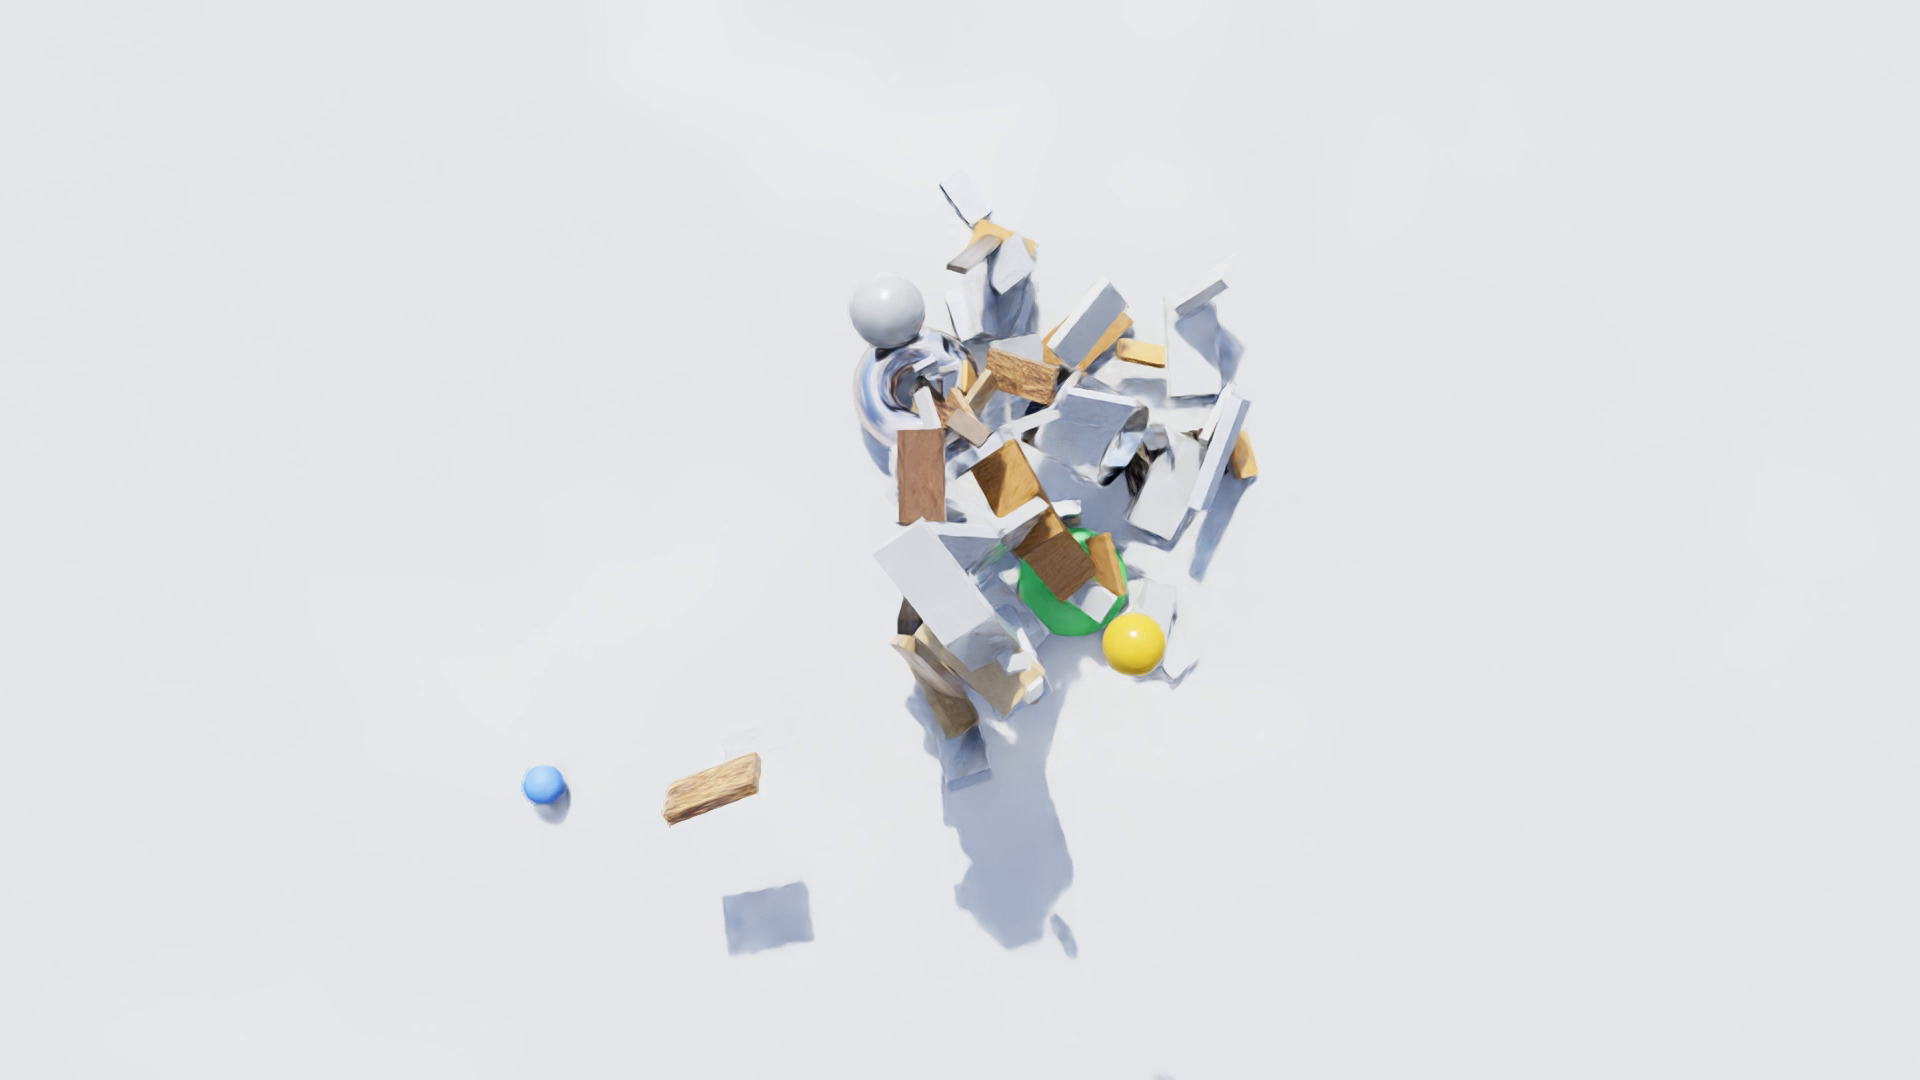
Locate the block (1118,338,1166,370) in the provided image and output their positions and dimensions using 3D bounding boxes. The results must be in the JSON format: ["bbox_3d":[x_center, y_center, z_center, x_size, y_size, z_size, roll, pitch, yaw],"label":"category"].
[{"bbox_3d":[0.591,-0.608,5.366,0.155,0.022,0.077,10,57,-11],"label":"block"}]

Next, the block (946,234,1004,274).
[{"bbox_3d":[0.051,-0.882,5.060,0.059,0.826,0.017,16,108,4],"label":"block"}]

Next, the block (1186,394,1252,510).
[{"bbox_3d":[0.830,-0.279,5.281,0.046,0.161,0.375,23,100,17],"label":"block"}]

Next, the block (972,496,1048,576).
[{"bbox_3d":[0.136,-0.015,4.760,0.046,0.327,0.163,42,118,9],"label":"block"}]

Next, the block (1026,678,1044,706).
[{"bbox_3d":[0.200,0.405,4.423,0.050,0.099,0.014,-38,69,-17],"label":"block"}]

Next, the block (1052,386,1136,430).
[{"bbox_3d":[0.400,-0.392,4.920,0.222,0.111,0.031,8,51,-20],"label":"block"}]

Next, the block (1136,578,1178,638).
[{"bbox_3d":[0.633,0.253,5.403,0.117,0.033,0.235,15,87,-26],"label":"block"}]

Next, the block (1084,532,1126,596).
[{"bbox_3d":[0.471,0.085,5.333,0.029,0.101,0.208,-14,89,-34],"label":"block"}]

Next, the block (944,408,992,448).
[{"bbox_3d":[0.024,-0.304,4.484,0.117,0.017,0.058,35,75,10],"label":"block"}]

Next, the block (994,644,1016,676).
[{"bbox_3d":[0.134,0.330,4.528,0.049,0.099,0.014,-34,46,-3],"label":"block"}]

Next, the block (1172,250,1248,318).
[{"bbox_3d":[0.803,-0.822,5.305,0.039,0.273,0.136,40,63,-12],"label":"block"}]

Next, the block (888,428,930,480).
[{"bbox_3d":[-0.128,-0.231,4.441,0.120,0.240,0.034,-27,81,-8],"label":"block"}]

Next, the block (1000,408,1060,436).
[{"bbox_3d":[0.198,-0.335,4.671,0.156,0.078,0.022,-22,105,-19],"label":"block"}]

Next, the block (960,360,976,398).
[{"bbox_3d":[0.023,-0.463,4.829,0.017,0.059,0.117,-11,54,21],"label":"block"}]

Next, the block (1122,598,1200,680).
[{"bbox_3d":[0.660,0.319,5.460,0.117,0.033,0.275,-40,97,-6],"label":"block"}]

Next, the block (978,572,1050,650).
[{"bbox_3d":[0.160,0.238,5.259,0.262,0.131,0.037,48,135,-2],"label":"block"}]

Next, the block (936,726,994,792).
[{"bbox_3d":[0.015,0.708,5.356,0.147,0.294,0.042,-18,112,0],"label":"block"}]

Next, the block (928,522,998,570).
[{"bbox_3d":[-0.040,0.022,4.384,0.155,0.310,0.044,-43,68,23],"label":"block"}]

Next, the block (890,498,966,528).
[{"bbox_3d":[-0.085,-0.072,4.434,0.120,0.240,0.034,-33,71,15],"label":"block"}]

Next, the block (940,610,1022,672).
[{"bbox_3d":[0.053,0.265,4.457,0.155,0.324,0.044,-26,67,6],"label":"block"}]

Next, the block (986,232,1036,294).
[{"bbox_3d":[0.160,-0.887,5.260,0.136,0.417,0.039,-37,109,11],"label":"block"}]

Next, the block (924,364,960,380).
[{"bbox_3d":[-0.058,-0.478,4.708,0.063,0.169,0.018,-24,91,21],"label":"block"}]

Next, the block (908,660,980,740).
[{"bbox_3d":[-0.055,0.495,5.428,0.042,0.147,0.294,-28,90,36],"label":"block"}]

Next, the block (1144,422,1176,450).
[{"bbox_3d":[0.646,-0.338,5.369,0.022,0.155,0.077,-19,94,-22],"label":"block"}]

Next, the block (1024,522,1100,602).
[{"bbox_3d":[0.304,0.058,5.147,0.161,0.321,0.046,-41,49,1],"label":"block"}]

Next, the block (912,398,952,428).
[{"bbox_3d":[-0.076,-0.357,4.528,0.117,0.017,0.058,26,76,-36],"label":"block"}]

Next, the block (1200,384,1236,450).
[{"bbox_3d":[0.830,-0.399,5.321,0.029,0.101,0.202,26,82,13],"label":"block"}]

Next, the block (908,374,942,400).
[{"bbox_3d":[-0.095,-0.399,4.562,0.018,0.125,0.063,21,77,33],"label":"block"}]

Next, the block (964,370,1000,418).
[{"bbox_3d":[0.052,-0.410,4.767,0.022,0.078,0.156,26,73,30],"label":"block"}]

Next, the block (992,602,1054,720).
[{"bbox_3d":[0.134,0.351,4.839,0.173,0.347,0.049,-30,134,6],"label":"block"}]

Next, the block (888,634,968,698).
[{"bbox_3d":[-0.103,0.401,5.260,0.262,0.131,0.037,47,68,-29],"label":"block"}]

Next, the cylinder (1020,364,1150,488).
[{"bbox_3d":[0.399,-0.367,5.267,0.296,0.296,0.296,32,90,19],"label":"cylinder"}]

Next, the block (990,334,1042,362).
[{"bbox_3d":[0.172,-0.555,4.986,0.031,0.222,0.111,6,105,37],"label":"block"}]

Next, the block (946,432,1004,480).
[{"bbox_3d":[0.000,-0.216,4.809,0.163,0.327,0.046,-35,91,28],"label":"block"}]

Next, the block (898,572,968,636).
[{"bbox_3d":[-0.077,0.185,4.874,0.173,0.346,0.049,3,113,5],"label":"block"}]
